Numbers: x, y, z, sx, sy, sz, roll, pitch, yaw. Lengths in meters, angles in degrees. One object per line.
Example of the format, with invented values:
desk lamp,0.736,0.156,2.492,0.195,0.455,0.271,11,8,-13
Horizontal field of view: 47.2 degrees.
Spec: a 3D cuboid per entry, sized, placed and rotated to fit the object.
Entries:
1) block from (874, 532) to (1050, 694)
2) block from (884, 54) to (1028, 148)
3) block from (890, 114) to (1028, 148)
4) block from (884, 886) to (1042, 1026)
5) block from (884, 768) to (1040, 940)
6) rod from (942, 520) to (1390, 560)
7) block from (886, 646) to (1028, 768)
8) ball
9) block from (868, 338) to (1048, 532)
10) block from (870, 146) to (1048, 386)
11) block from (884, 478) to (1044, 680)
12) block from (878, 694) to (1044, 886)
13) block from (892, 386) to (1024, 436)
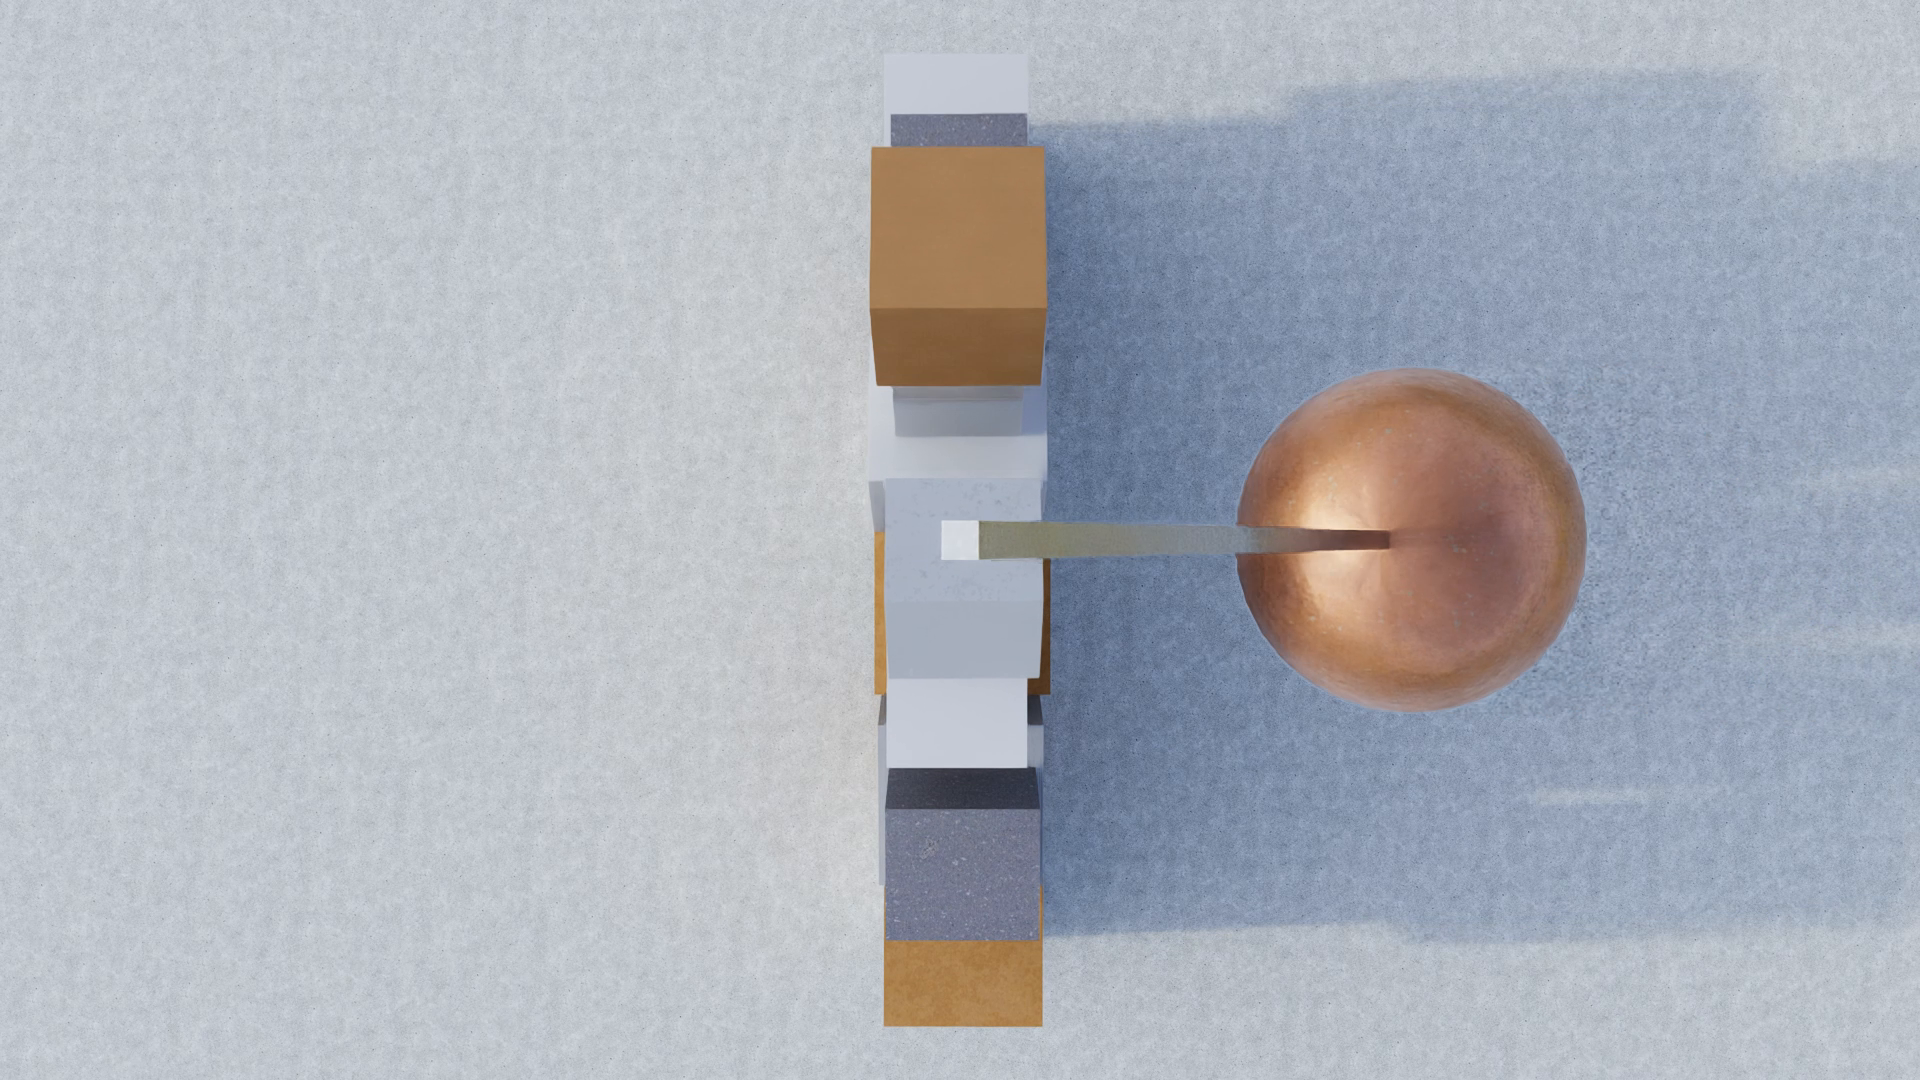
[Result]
block,0.012,0.367,11.469,0.880,0.953,0.814,0,90,0
block,-0.020,-2.232,11.985,0.764,0.624,0.698,0,90,0
block,-0.003,-1.667,11.048,0.670,0.707,0.747,0,83,0
block,0.018,2.145,11.772,0.826,0.677,0.770,0,90,0
block,0.012,1.551,10.937,0.745,0.662,0.669,0,102,0
rod,0.899,0.000,6.979,0.080,5.200,0.080,0,90,20
block,-0.013,0.694,10.060,0.621,0.663,0.627,0,90,0
ball,2.074,0.000,10.169,1.600,1.600,1.600,0,90,0
block,-0.012,-0.544,11.645,0.909,0.853,0.786,0,72,0
block,-0.008,-1.248,10.139,0.777,0.835,0.801,0,70,0
block,0.015,0.171,9.463,0.654,0.668,0.605,0,58,0
block,0.004,1.277,11.629,0.841,0.804,0.857,0,102,0
block,-0.011,-0.925,10.880,0.630,0.754,0.602,0,72,0
